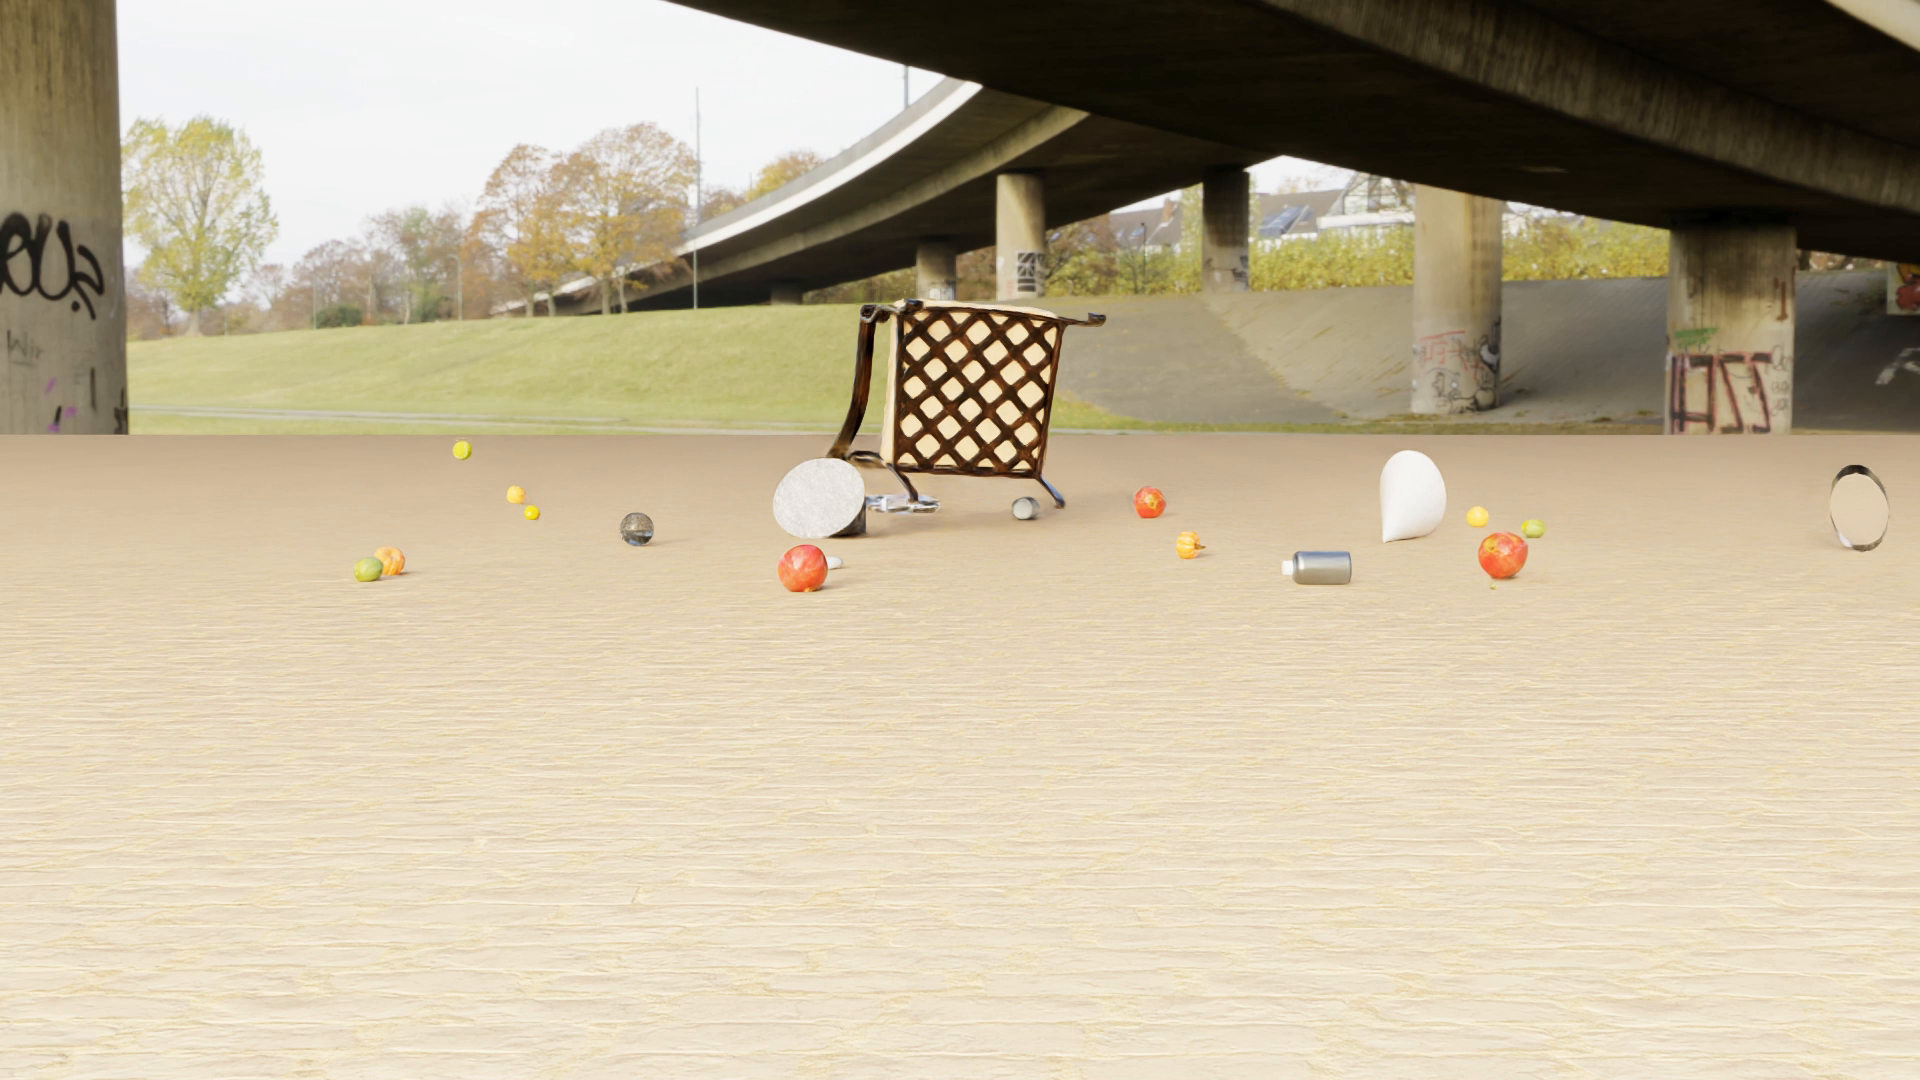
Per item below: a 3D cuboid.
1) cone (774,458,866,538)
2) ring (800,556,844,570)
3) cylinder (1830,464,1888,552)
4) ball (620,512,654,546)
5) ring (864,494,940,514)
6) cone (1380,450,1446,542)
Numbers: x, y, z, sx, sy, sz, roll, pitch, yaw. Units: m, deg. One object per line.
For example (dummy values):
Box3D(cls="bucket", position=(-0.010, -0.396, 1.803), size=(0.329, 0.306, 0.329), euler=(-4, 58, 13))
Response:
Box3D(cls="cone", position=(-0.360, -0.075, 6.759), size=(0.315, 0.261, 0.309), euler=(0, -20, 27))
Box3D(cls="ring", position=(-0.345, 0.058, 5.492), size=(0.116, 0.029, 0.089), euler=(-2, 3, -40))
Box3D(cls="cylinder", position=(2.492, -0.089, 6.096), size=(0.149, 0.224, 0.112), euler=(-10, 11, 24))
Box3D(cls="ball", position=(-0.923, -0.031, 6.283), size=(0.098, 0.098, 0.098), euler=(0, 4, 0))
Box3D(cls="ring", position=(-0.213, -0.131, 8.014), size=(0.323, 0.063, 0.226), euler=(4, 6, 39))
Box3D(cls="cone", position=(1.300, -0.066, 6.526), size=(0.203, 0.300, 0.294), euler=(9, 35, 25))
